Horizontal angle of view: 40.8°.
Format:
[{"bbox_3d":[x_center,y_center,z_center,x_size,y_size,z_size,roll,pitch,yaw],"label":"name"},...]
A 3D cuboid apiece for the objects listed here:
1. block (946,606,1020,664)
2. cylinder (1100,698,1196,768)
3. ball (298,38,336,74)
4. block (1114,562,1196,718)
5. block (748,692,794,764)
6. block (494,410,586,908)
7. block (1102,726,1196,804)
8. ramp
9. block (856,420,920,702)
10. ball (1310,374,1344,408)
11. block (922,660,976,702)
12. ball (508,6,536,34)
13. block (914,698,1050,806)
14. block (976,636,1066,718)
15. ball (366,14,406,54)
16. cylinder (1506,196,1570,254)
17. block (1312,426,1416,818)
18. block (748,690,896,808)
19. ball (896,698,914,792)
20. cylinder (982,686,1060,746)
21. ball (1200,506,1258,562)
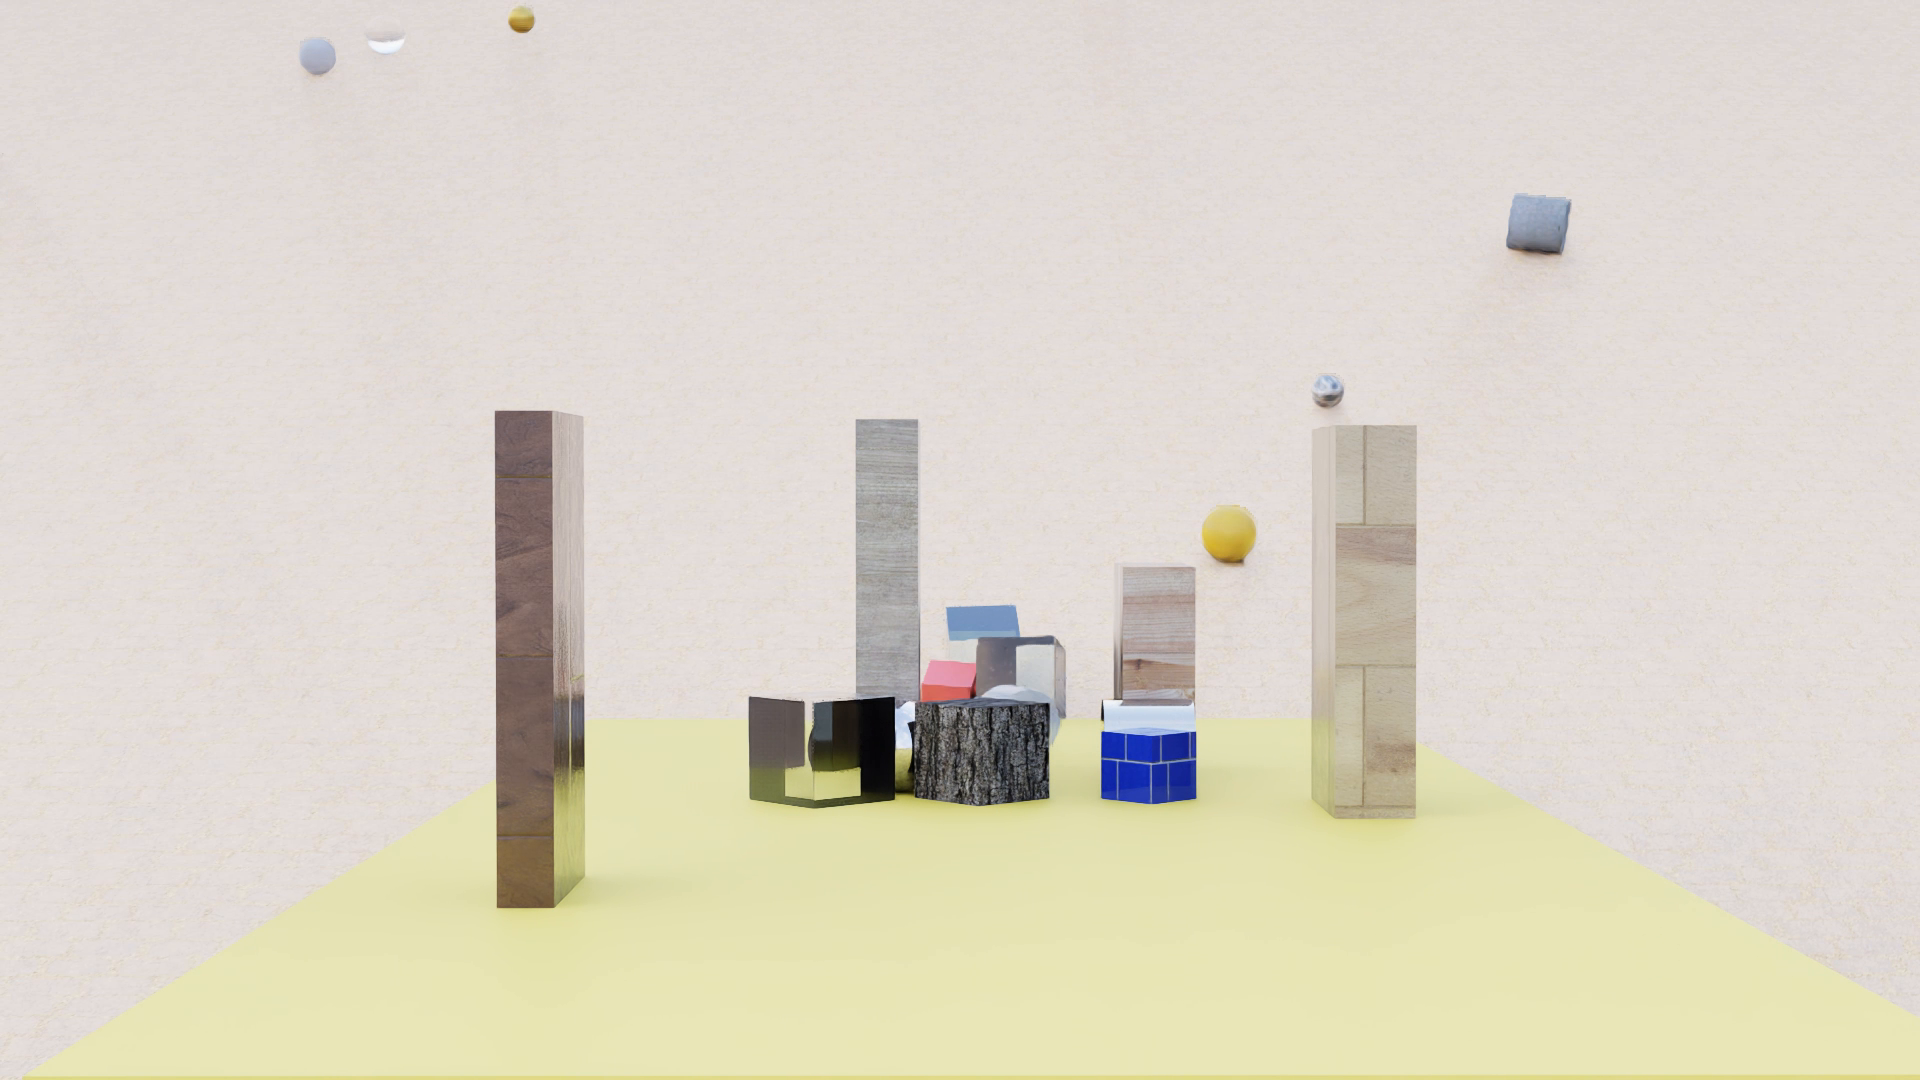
[{"bbox_3d":[0.061,0.302,6.876,0.187,0.187,0.187,-1,27,-3],"label":"block"},{"bbox_3d":[0.367,0.398,5.056,0.175,0.175,0.175,0,27,0],"label":"cylinder"},{"bbox_3d":[-2.978,-2.241,11.961,0.168,0.168,0.168,0,27,0],"label":"ball"},{"bbox_3d":[0.396,0.266,5.292,0.145,0.430,0.303,0,1,0],"label":"block"},{"bbox_3d":[-0.349,0.404,5.514,0.146,0.146,0.146,1,1,32],"label":"block"},{"bbox_3d":[-0.608,0.164,3.754,0.081,0.696,0.301,0,1,0],"label":"block"},{"bbox_3d":[0.357,0.425,4.879,0.128,0.128,0.128,-1,2,-45],"label":"block"},{"bbox_3d":[0.060,0.545,4.581,2.000,0.100,4.000,0,1,0],"label":"ramp"},{"bbox_3d":[-0.144,0.121,5.239,0.123,0.723,0.329,0,1,0],"label":"block"},{"bbox_3d":[1.217,-0.492,8.545,0.110,0.110,0.110,0,27,0],"label":"ball"},{"bbox_3d":[-0.024,0.405,6.739,0.128,0.128,0.128,4,27,8],"label":"block"},{"bbox_3d":[-2.140,-2.541,12.595,0.134,0.134,0.134,0,27,0],"label":"ball"},{"bbox_3d":[0.042,0.399,4.888,0.181,0.181,0.181,-1,2,-42],"label":"block"},{"bbox_3d":[0.159,0.364,6.631,0.197,0.197,0.197,-2,-13,11],"label":"block"},{"bbox_3d":[-2.729,-2.401,12.263,0.183,0.183,0.183,0,27,0],"label":"ball"},{"bbox_3d":[2.209,-1.205,9.859,0.203,0.203,0.203,9,28,17],"label":"cylinder"},{"bbox_3d":[0.737,0.143,4.725,0.144,0.698,0.304,0,1,0],"label":"block"},{"bbox_3d":[-0.260,0.392,4.862,0.195,0.195,0.195,-1,2,-42],"label":"block"},{"bbox_3d":[-0.120,0.396,4.989,0.182,0.182,0.182,0,27,0],"label":"ball"},{"bbox_3d":[0.126,0.399,5.716,0.146,0.146,0.146,-10,4,-19],"label":"cylinder"},{"bbox_3d":[0.786,-0.017,7.540,0.164,0.164,0.164,0,27,0],"label":"ball"}]
